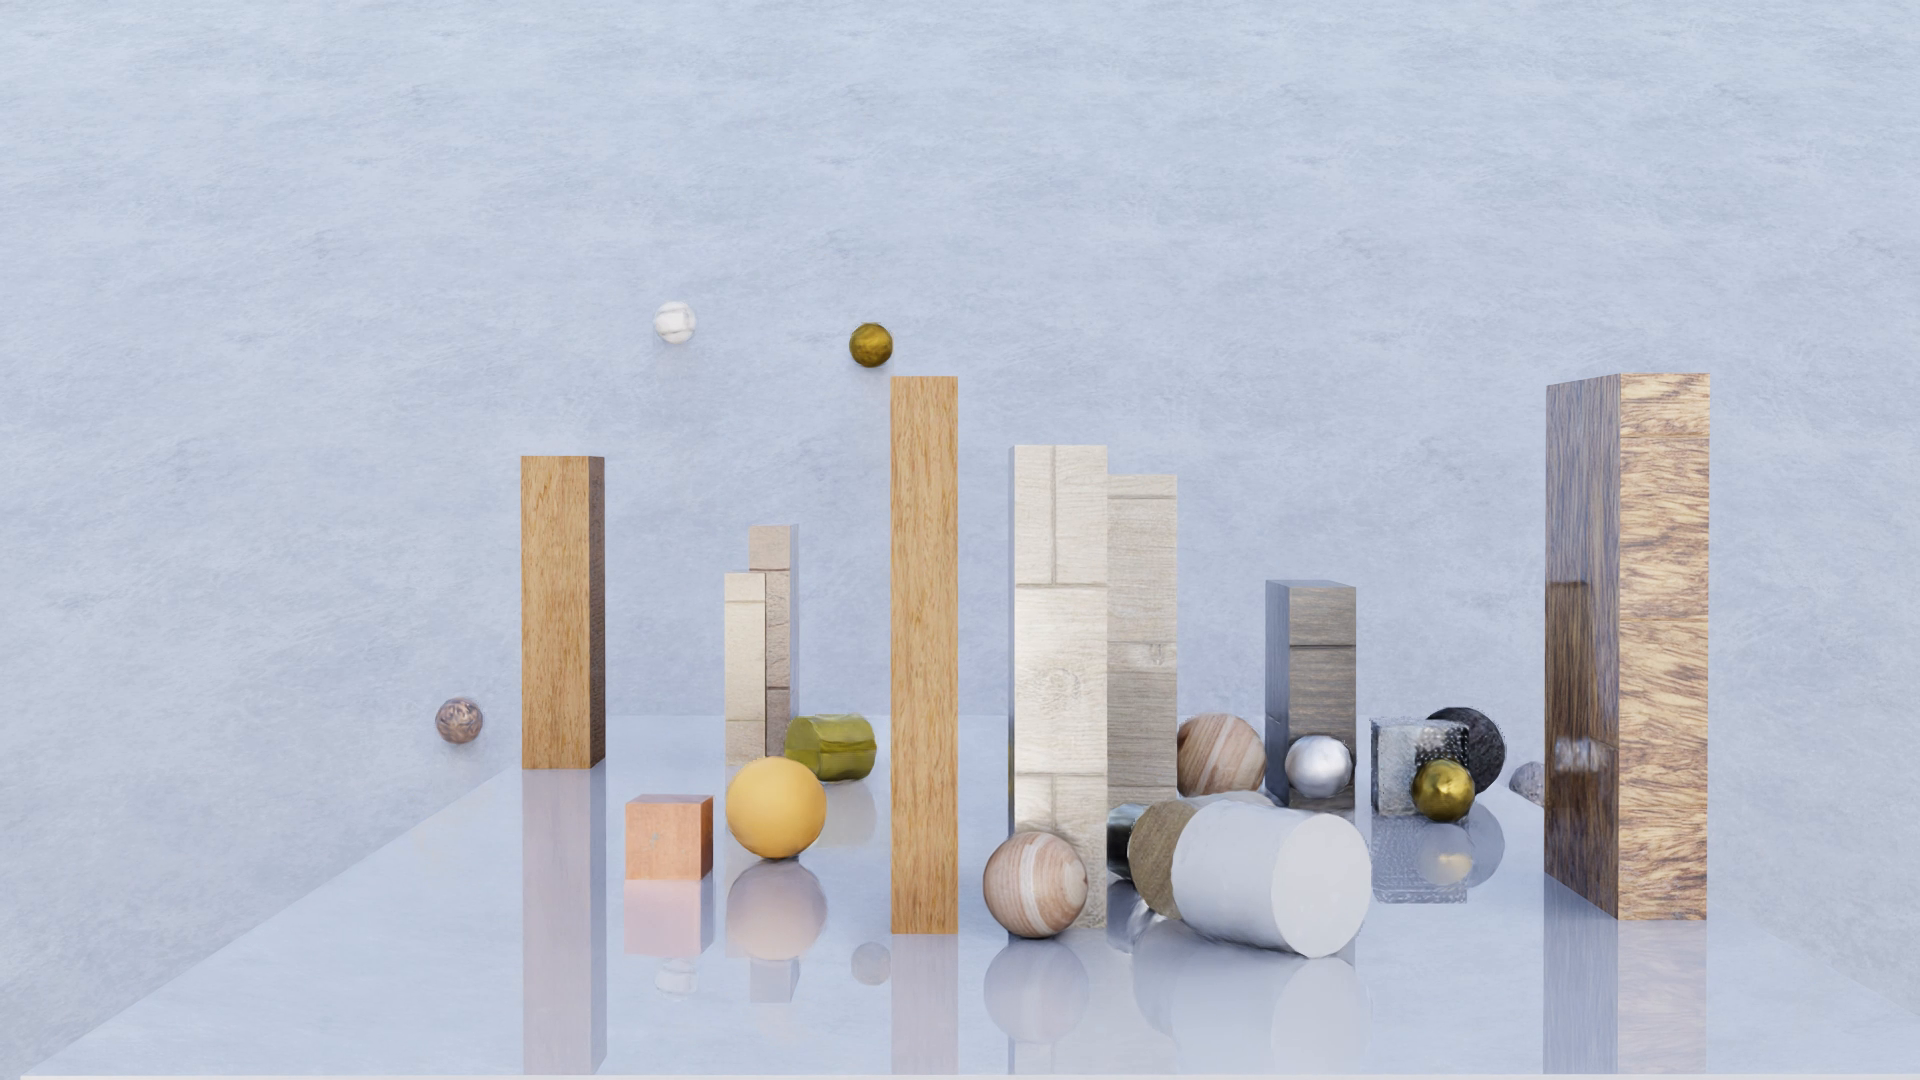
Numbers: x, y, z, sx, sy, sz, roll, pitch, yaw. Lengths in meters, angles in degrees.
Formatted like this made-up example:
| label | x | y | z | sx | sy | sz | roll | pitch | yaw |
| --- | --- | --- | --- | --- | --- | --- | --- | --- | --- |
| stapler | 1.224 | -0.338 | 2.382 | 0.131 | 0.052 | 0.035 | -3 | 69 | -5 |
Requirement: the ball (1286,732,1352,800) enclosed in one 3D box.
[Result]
| label | x | y | z | sx | sy | sz | roll | pitch | yaw |
| --- | --- | --- | --- | --- | --- | --- | --- | --- | --- |
| ball | 0.641 | 0.404 | 4.612 | 0.119 | 0.119 | 0.119 | 0 | 26 | 0 |

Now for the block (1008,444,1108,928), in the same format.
| label | x | y | z | sx | sy | sz | roll | pitch | yaw |
| --- | --- | --- | --- | --- | --- | --- | --- | --- | --- |
| block | 0.133 | 0.190 | 3.636 | 0.122 | 0.641 | 0.435 | 0 | 1 | 0 |

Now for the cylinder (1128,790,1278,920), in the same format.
| label | x | y | z | sx | sy | sz | roll | pitch | yaw |
| --- | --- | --- | --- | --- | --- | --- | --- | --- | --- |
| cylinder | 0.346 | 0.432 | 3.548 | 0.162 | 0.162 | 0.162 | -1 | 20 | -46 |

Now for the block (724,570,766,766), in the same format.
| label | x | y | z | sx | sy | sz | roll | pitch | yaw |
| --- | --- | --- | --- | --- | --- | --- | --- | --- | --- |
| block | -0.449 | 0.269 | 5.512 | 0.084 | 0.404 | 0.243 | 0 | 1 | 0 |

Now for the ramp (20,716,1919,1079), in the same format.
| label | x | y | z | sx | sy | sz | roll | pitch | yaw |
| --- | --- | --- | --- | --- | --- | --- | --- | --- | --- |
| ramp | 0.060 | 0.540 | 4.577 | 2.000 | 0.100 | 4.000 | 0 | 1 | 0 |

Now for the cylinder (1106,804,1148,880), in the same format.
| label | x | y | z | sx | sy | sz | roll | pitch | yaw |
| --- | --- | --- | --- | --- | --- | --- | --- | --- | --- |
| cylinder | 0.275 | 0.451 | 3.817 | 0.111 | 0.111 | 0.111 | -12 | 3 | -22 |

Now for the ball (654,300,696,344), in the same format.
| label | x | y | z | sx | sy | sz | roll | pitch | yaw |
| --- | --- | --- | --- | --- | --- | --- | --- | --- | --- |
| ball | -0.999 | -0.762 | 9.046 | 0.151 | 0.151 | 0.151 | 0 | 26 | 0 |

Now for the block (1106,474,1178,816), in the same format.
| label | x | y | z | sx | sy | sz | roll | pitch | yaw |
| --- | --- | --- | --- | --- | --- | --- | --- | --- | --- |
| block | 0.314 | 0.185 | 4.663 | 0.122 | 0.606 | 0.412 | 0 | 1 | 0 |

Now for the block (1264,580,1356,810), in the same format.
| label | x | y | z | sx | sy | sz | roll | pitch | yaw |
| --- | --- | --- | --- | --- | --- | --- | --- | --- | --- |
| block | 0.656 | 0.283 | 4.852 | 0.121 | 0.403 | 0.366 | 0 | 1 | 0 |

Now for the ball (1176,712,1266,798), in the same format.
| label | x | y | z | sx | sy | sz | roll | pitch | yaw |
| --- | --- | --- | --- | --- | --- | --- | --- | --- | --- |
| ball | 0.464 | 0.399 | 4.654 | 0.178 | 0.178 | 0.178 | 0 | 26 | 0 |

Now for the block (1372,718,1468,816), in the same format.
| label | x | y | z | sx | sy | sz | roll | pitch | yaw |
| --- | --- | --- | --- | --- | --- | --- | --- | --- | --- |
| block | 0.831 | 0.409 | 4.671 | 0.158 | 0.158 | 0.158 | 0 | 1 | 5 |

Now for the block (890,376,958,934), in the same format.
| label | x | y | z | sx | sy | sz | roll | pitch | yaw |
| --- | --- | --- | --- | --- | --- | --- | --- | --- | --- |
| block | -0.047 | 0.147 | 3.593 | 0.088 | 0.730 | 0.436 | 0 | 1 | 0 |

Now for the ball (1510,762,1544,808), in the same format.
| label | x | y | z | sx | sy | sz | roll | pitch | yaw |
| --- | --- | --- | --- | --- | --- | --- | --- | --- | --- |
| ball | 1.408 | 0.605 | 6.322 | 0.122 | 0.122 | 0.122 | 0 | 26 | 0 |

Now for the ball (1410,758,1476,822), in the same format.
| label | x | y | z | sx | sy | sz | roll | pitch | yaw |
| --- | --- | --- | --- | --- | --- | --- | --- | --- | --- |
| ball | 0.842 | 0.437 | 4.499 | 0.111 | 0.111 | 0.111 | 0 | 26 | 0 |

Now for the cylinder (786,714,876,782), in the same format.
| label | x | y | z | sx | sy | sz | roll | pitch | yaw |
| --- | --- | --- | --- | --- | --- | --- | --- | --- | --- |
| cylinder | -0.256 | 0.413 | 5.107 | 0.130 | 0.130 | 0.130 | -1 | 22 | -37 |

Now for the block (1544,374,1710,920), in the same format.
| label | x | y | z | sx | sy | sz | roll | pitch | yaw |
| --- | --- | --- | --- | --- | --- | --- | --- | --- | --- |
| block | 0.948 | 0.140 | 3.698 | 0.120 | 0.738 | 0.442 | 0 | 1 | 0 |

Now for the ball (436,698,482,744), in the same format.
| label | x | y | z | sx | sy | sz | roll | pitch | yaw |
| --- | --- | --- | --- | --- | --- | --- | --- | --- | --- |
| ball | -1.283 | 0.464 | 6.610 | 0.120 | 0.120 | 0.120 | 0 | 26 | 0 |

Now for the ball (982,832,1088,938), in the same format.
| label | x | y | z | sx | sy | sz | roll | pitch | yaw |
| --- | --- | --- | --- | --- | --- | --- | --- | --- | --- |
| ball | 0.098 | 0.448 | 3.354 | 0.138 | 0.138 | 0.138 | 0 | 26 | 0 |

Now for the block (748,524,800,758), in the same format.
| label | x | y | z | sx | sy | sz | roll | pitch | yaw |
| --- | --- | --- | --- | --- | --- | --- | --- | --- | --- |
| block | -0.400 | 0.218 | 5.572 | 0.086 | 0.503 | 0.317 | 0 | 1 | 0 |

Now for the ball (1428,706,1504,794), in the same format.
| label | x | y | z | sx | sy | sz | roll | pitch | yaw |
| --- | --- | --- | --- | --- | --- | --- | --- | --- | --- |
| ball | 0.935 | 0.398 | 4.842 | 0.172 | 0.172 | 0.172 | 0 | 26 | 0 |

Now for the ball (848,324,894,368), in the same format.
| label | x | y | z | sx | sy | sz | roll | pitch | yaw |
| --- | --- | --- | --- | --- | --- | --- | --- | --- | --- |
| ball | -0.305 | -0.669 | 8.856 | 0.152 | 0.152 | 0.152 | 0 | 26 | 0 |

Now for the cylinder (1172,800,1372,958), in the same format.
| label | x | y | z | sx | sy | sz | roll | pitch | yaw |
| --- | --- | --- | --- | --- | --- | --- | --- | --- | --- |
| cylinder | 0.396 | 0.429 | 3.284 | 0.179 | 0.179 | 0.179 | -21 | 14 | -36 |

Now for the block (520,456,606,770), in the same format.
| label | x | y | z | sx | sy | sz | roll | pitch | yaw |
| --- | --- | --- | --- | --- | --- | --- | --- | --- | --- |
| block | -0.837 | 0.148 | 5.455 | 0.141 | 0.648 | 0.240 | 0 | 1 | 0 |

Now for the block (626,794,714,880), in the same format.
| label | x | y | z | sx | sy | sz | roll | pitch | yaw |
| --- | --- | --- | --- | --- | --- | --- | --- | --- | --- |
| block | -0.439 | 0.449 | 3.908 | 0.113 | 0.113 | 0.113 | 0 | 1 | 4 |

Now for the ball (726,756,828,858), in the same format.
| label | x | y | z | sx | sy | sz | roll | pitch | yaw |
| --- | --- | --- | --- | --- | --- | --- | --- | --- | --- |
| ball | -0.289 | 0.422 | 4.065 | 0.160 | 0.160 | 0.160 | 0 | 26 | 0 |
